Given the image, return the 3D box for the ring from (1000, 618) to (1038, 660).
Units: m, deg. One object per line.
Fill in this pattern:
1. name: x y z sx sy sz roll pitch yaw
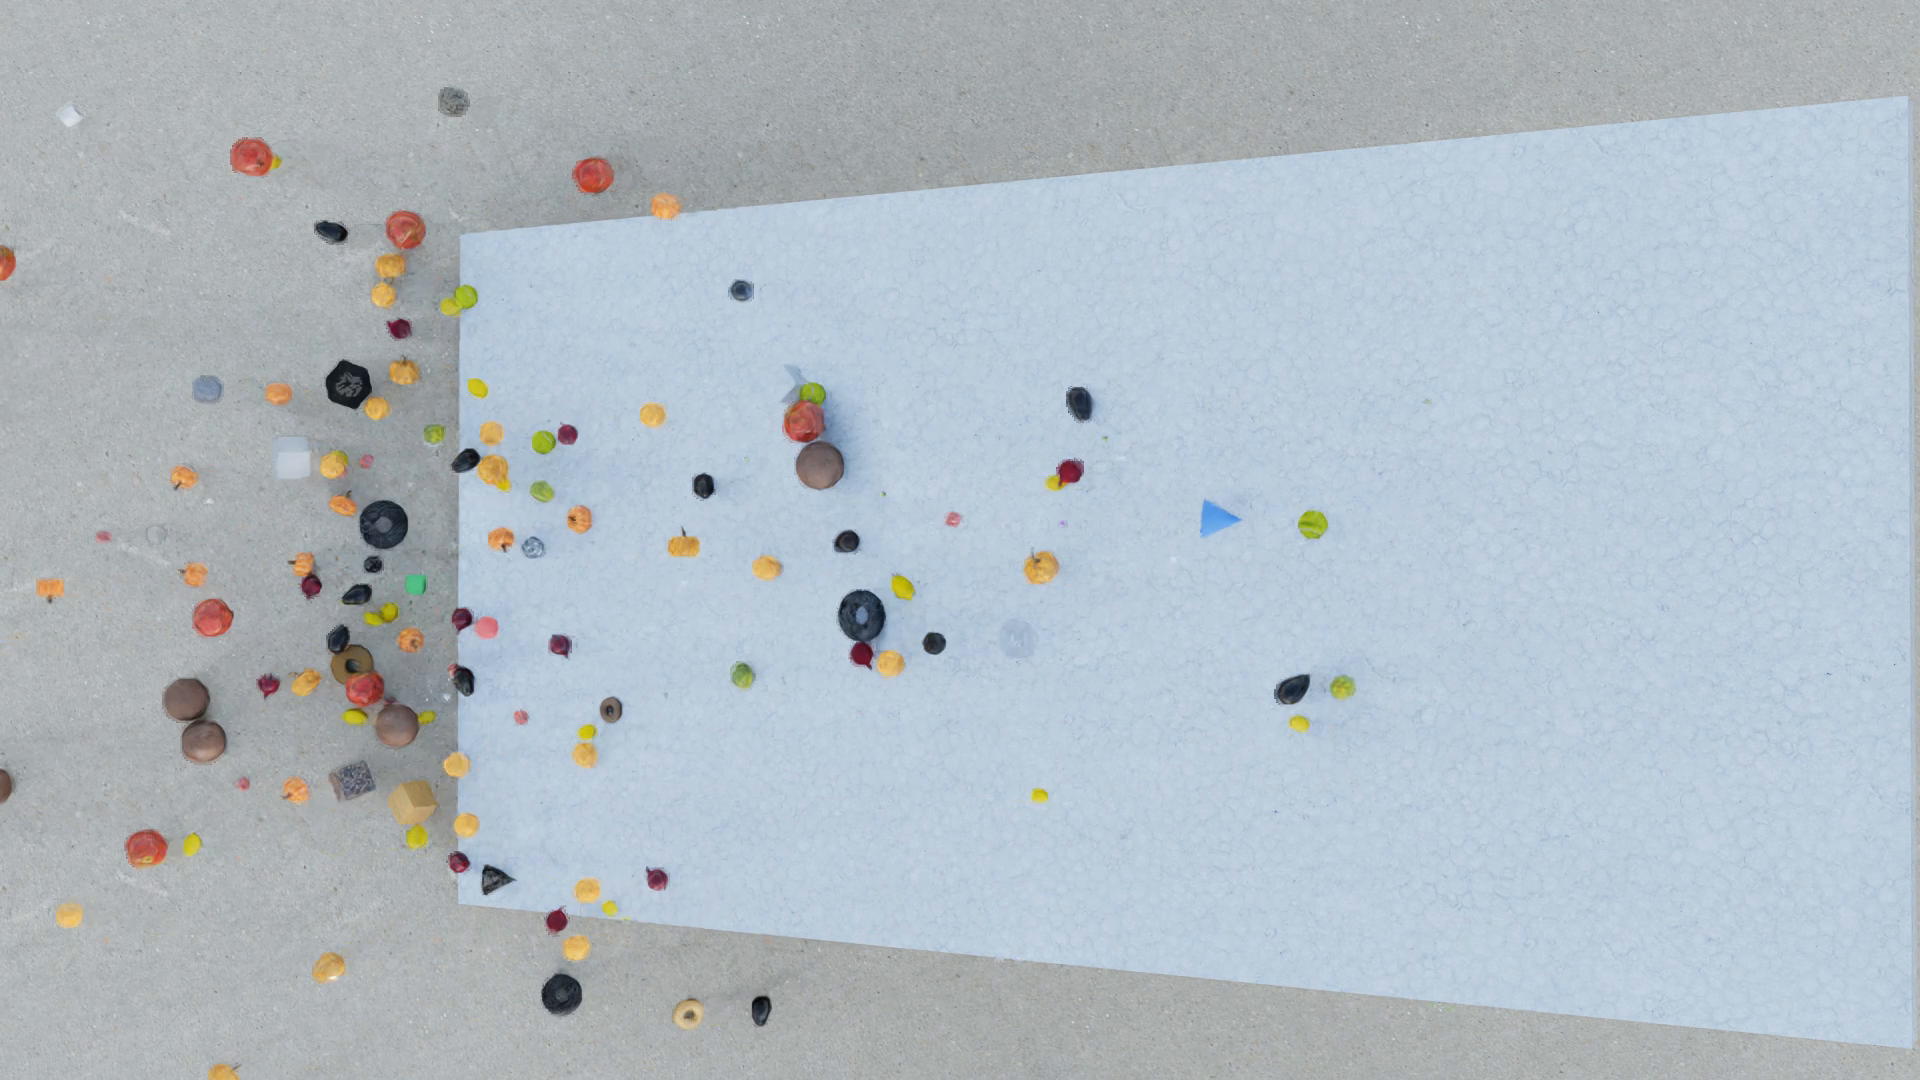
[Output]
1. ring: 0.149 0.253 5.625 0.108 0.036 0.108 -1 88 31

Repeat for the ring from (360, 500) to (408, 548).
1. ring: -1.739 -0.047 6.634 0.147 0.049 0.147 0 91 0

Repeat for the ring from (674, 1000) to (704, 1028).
1. ring: -0.814 1.424 6.614 0.094 0.031 0.094 -6 109 -19

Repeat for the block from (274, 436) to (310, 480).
1. block: -1.996 -0.247 6.575 0.090 0.090 0.090 -5 125 -23

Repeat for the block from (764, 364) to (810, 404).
1. block: -0.467 -0.422 5.954 0.075 0.075 0.075 -43 70 22

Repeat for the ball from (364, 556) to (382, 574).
1. ball: -1.769 0.075 6.630 0.052 0.052 0.052 0 89 0

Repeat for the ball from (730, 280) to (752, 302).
1. ball: -0.600 -0.684 6.040 0.060 0.060 0.060 0 89 0

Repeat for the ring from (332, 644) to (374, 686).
1. ring: -1.832 0.378 6.632 0.130 0.043 0.130 0 90 -1

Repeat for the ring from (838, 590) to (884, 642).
1. ring: -0.262 0.202 5.850 0.139 0.046 0.139 0 90 28

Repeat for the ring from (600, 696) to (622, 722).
1. ring: -0.995 0.484 6.270 0.075 0.025 0.075 -1 87 29

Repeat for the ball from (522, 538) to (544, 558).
1. ball: -1.240 0.023 6.390 0.063 0.063 0.063 0 89 0

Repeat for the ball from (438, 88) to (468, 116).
1. ball: -1.528 -1.322 6.629 0.083 0.083 0.083 0 89 0

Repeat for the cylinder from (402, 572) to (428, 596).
1. cylinder: -1.641 0.133 6.627 0.057 0.057 0.057 17 65 0

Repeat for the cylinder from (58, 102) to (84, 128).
1. cylinder: -2.681 -1.282 6.634 0.055 0.055 0.055 -34 90 8

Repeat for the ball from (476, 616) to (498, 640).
1. ball: -1.391 0.258 6.469 0.067 0.067 0.067 0 89 0

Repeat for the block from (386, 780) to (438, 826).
1. block: -1.636 0.785 6.573 0.092 0.092 0.092 -47 64 29

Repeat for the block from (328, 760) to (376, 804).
1. block: -1.819 0.725 6.583 0.094 0.094 0.094 -20 87 -31

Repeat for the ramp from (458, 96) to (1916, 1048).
1. ramp: 0.272 0.076 5.635 4.000 0.100 2.000 0 89 29

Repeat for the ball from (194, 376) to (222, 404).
1. ball: -2.266 -0.452 6.621 0.081 0.081 0.081 0 89 0

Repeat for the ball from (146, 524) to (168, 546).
1. ball: -2.420 -0.016 6.624 0.066 0.066 0.066 0 89 0

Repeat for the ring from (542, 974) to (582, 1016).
1. ring: -1.199 1.371 6.623 0.123 0.041 0.123 0 88 1

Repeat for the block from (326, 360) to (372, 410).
1. block: -1.831 -0.465 6.585 0.090 0.090 0.090 -40 50 26
